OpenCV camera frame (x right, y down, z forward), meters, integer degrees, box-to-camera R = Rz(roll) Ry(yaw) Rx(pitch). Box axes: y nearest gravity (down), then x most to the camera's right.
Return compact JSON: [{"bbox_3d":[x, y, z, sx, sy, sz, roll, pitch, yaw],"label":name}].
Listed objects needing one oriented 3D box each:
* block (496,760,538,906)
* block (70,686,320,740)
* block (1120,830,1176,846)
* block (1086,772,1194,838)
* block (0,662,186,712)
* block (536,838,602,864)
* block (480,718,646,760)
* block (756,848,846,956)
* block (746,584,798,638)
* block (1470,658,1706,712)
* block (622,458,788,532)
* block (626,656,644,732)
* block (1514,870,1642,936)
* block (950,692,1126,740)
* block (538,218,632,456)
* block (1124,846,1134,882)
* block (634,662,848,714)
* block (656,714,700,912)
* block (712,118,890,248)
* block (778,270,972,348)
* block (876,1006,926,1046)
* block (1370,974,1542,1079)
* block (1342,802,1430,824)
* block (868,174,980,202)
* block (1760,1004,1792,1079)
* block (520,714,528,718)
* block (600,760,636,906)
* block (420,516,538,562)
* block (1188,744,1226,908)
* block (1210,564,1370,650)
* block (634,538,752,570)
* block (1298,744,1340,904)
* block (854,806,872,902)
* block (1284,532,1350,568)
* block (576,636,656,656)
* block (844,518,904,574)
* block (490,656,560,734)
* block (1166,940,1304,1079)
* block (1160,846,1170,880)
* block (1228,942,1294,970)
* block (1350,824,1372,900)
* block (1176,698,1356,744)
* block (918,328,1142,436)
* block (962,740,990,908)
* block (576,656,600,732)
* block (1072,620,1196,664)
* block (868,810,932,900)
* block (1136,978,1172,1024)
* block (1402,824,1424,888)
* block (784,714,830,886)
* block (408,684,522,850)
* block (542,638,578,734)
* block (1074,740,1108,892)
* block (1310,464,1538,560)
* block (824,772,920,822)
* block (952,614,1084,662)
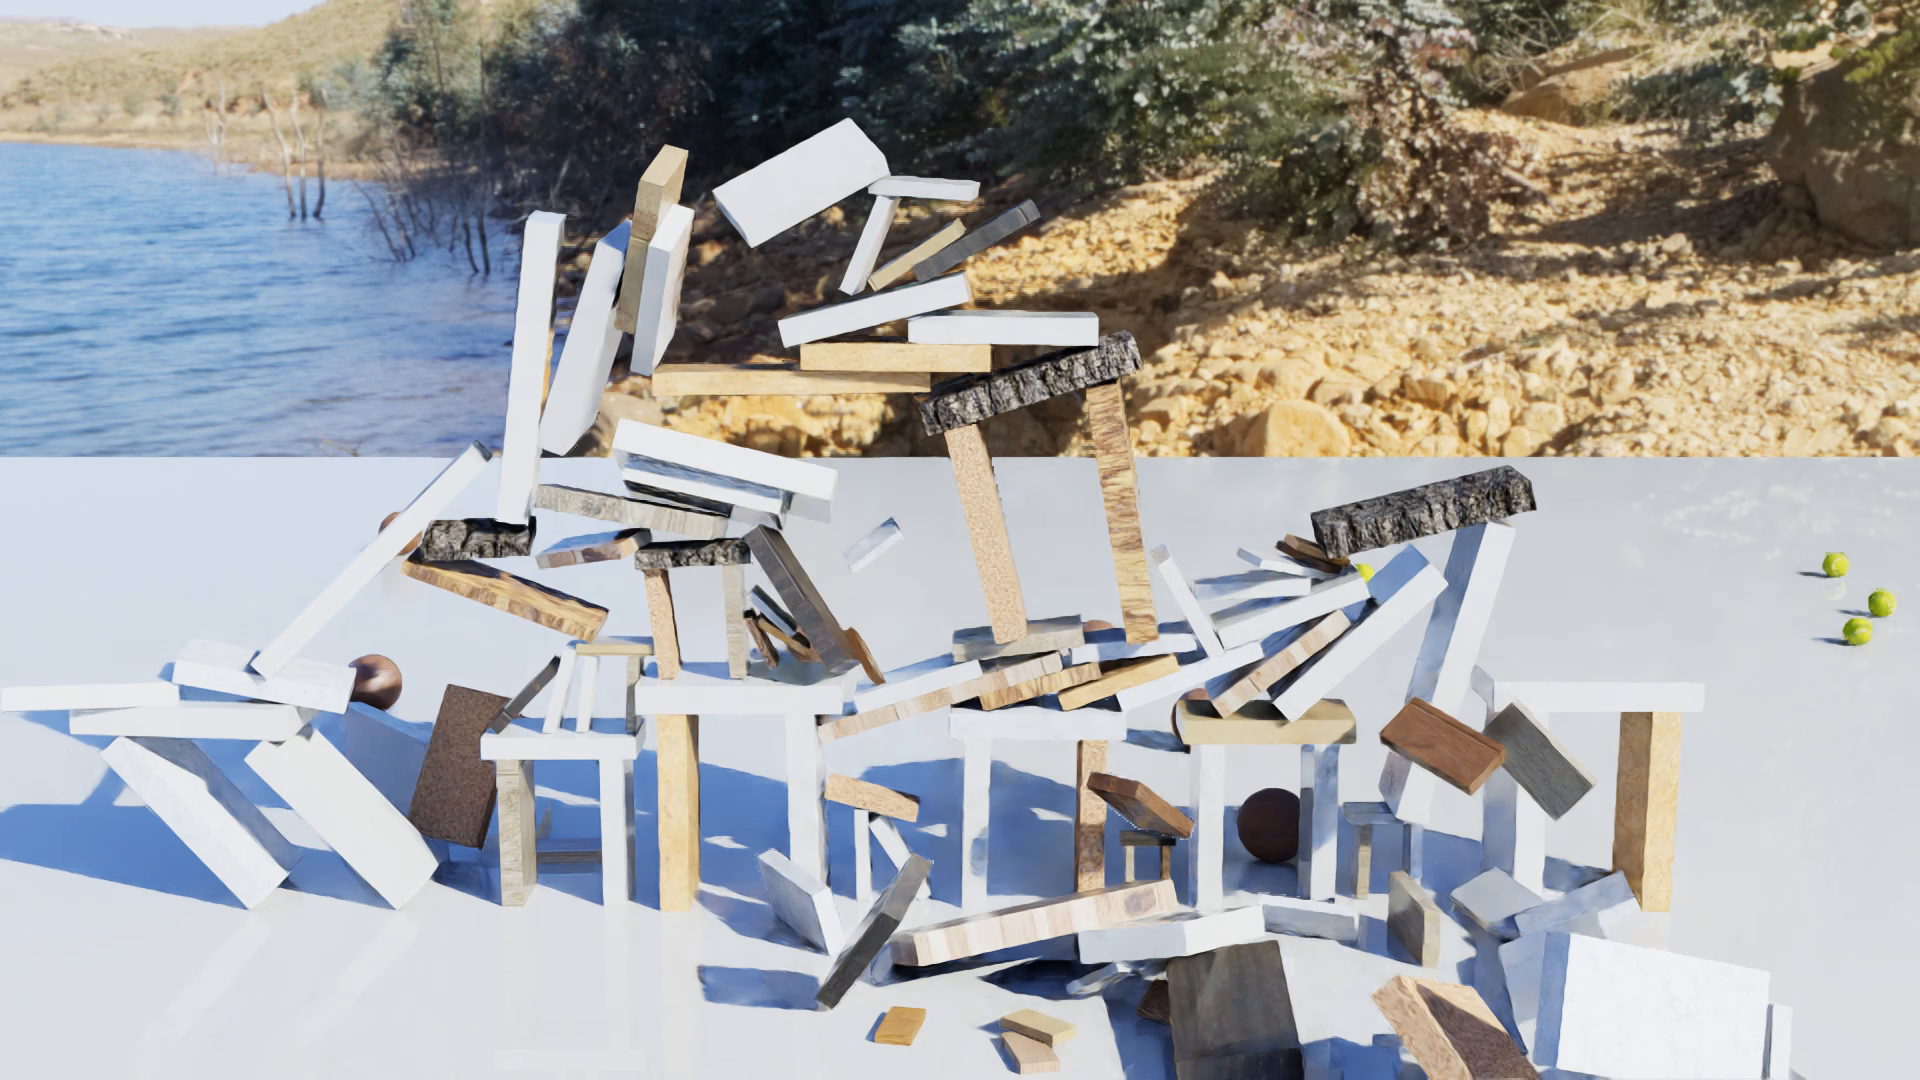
[{"bbox_3d":[-0.733,0.467,3.646,0.035,0.250,0.125,0,11,0],"label":"block"},{"bbox_3d":[-1.254,0.277,3.614,0.349,0.049,0.175,2,10,0],"label":"block"},{"bbox_3d":[0.311,0.495,3.654,0.090,0.013,0.045,0,11,0],"label":"block"},{"bbox_3d":[0.282,0.415,3.442,0.091,0.026,0.183,8,-22,38],"label":"block"},{"bbox_3d":[-1.405,0.237,3.562,0.273,0.039,0.136,-1,11,-15],"label":"block"},{"bbox_3d":[-0.683,0.545,3.859,0.142,0.020,0.071,-1,11,-5],"label":"block"},{"bbox_3d":[-0.650,0.326,3.621,0.250,0.035,0.125,0,11,0],"label":"block"},{"bbox_3d":[-0.251,0.570,3.470,0.030,0.107,0.214,-22,19,-24],"label":"block"},{"bbox_3d":[-0.304,0.114,3.569,0.095,0.014,0.048,44,13,-7],"label":"block"},{"bbox_3d":[1.023,0.236,3.603,0.336,0.048,0.168,0,11,0],"label":"block"},{"bbox_3d":[-0.413,-0.073,3.583,0.258,0.037,0.129,13,-13,2],"label":"block"},{"bbox_3d":[-0.534,0.245,3.609,0.018,0.128,0.064,3,10,-1],"label":"block"},{"bbox_3d":[0.939,0.569,3.349,0.177,0.025,0.089,-26,15,11],"label":"block"},{"bbox_3d":[0.126,0.289,3.614,0.285,0.040,0.143,0,11,0],"label":"block"},{"bbox_3d":[-0.589,-0.328,3.552,0.050,0.356,0.178,21,21,-1],"label":"block"},{"bbox_3d":[0.281,0.545,3.663,0.013,0.090,0.045,0,11,0],"label":"block"},{"bbox_3d":[-0.354,0.242,3.602,0.330,0.047,0.165,0,11,0],"label":"block"},{"bbox_3d":[-0.464,0.428,3.636,0.047,0.330,0.165,0,11,0],"label":"block"},{"bbox_3d":[-0.247,-0.557,3.416,0.247,0.035,0.124,-30,50,-10],"label":"block"},{"bbox_3d":[-0.132,-0.367,3.479,0.296,0.042,0.148,-14,10,5],"label":"block"},{"bbox_3d":[-0.084,0.687,3.109,0.050,0.014,0.101,2,11,11],"label":"block"},{"bbox_3d":[0.632,0.632,2.775,0.154,0.044,0.309,55,16,29],"label":"block"},{"bbox_3d":[0.706,0.452,3.645,0.131,0.018,0.065,0,11,-2],"label":"block"},{"bbox_3d":[-0.056,-0.553,3.449,0.161,0.023,0.081,6,15,9],"label":"block"},{"bbox_3d":[0.977,0.640,2.762,0.026,0.091,0.182,15,-21,-11],"label":"block"},{"bbox_3d":[-0.970,0.394,4.643,0.107,0.030,0.214,-9,14,-40],"label":"block"},{"bbox_3d":[-0.567,0.467,3.646,0.035,0.250,0.125,0,11,0],"label":"block"},{"bbox_3d":[-0.780,-0.003,3.568,0.173,0.024,0.086,-3,31,1],"label":"block"},{"bbox_3d":[0.408,0.454,3.641,0.039,0.278,0.139,0,11,0],"label":"block"},{"bbox_3d":[0.534,0.107,3.579,0.247,0.035,0.123,-20,10,4],"label":"block"},{"bbox_3d":[-0.432,0.021,3.557,0.185,0.026,0.092,-3,11,-6],"label":"block"},{"bbox_3d":[0.593,0.454,3.641,0.039,0.278,0.139,0,11,0],"label":"block"},{"bbox_3d":[-0.160,0.513,3.656,0.022,0.156,0.078,-1,11,0],"label":"block"},{"bbox_3d":[0.583,0.017,3.590,0.101,0.014,0.050,18,11,-20],"label":"block"},{"bbox_3d":[-0.558,0.173,3.594,0.128,0.018,0.064,1,11,-1],"label":"block"},{"bbox_3d":[-0.140,0.008,3.558,0.099,0.014,0.050,-37,32,5],"label":"block"},{"bbox_3d":[-0.709,0.253,3.601,0.020,0.142,0.071,44,7,-8],"label":"block"},{"bbox_3d":[0.375,0.654,3.039,0.164,0.047,0.329,-8,14,5],"label":"block"},{"bbox_3d":[0.341,0.545,3.663,0.013,0.090,0.045,0,11,0],"label":"block"},{"bbox_3d":[0.435,0.638,3.357,0.134,0.019,0.067,-1,11,-6],"label":"block"},{"bbox_3d":[0.668,0.525,3.661,0.018,0.131,0.065,1,11,0],"label":"block"},{"bbox_3d":[0.500,0.298,3.611,0.278,0.039,0.139,0,11,0],"label":"block"},{"bbox_3d":[0.110,-0.253,3.504,0.351,0.050,0.176,-18,9,3],"label":"block"},{"bbox_3d":[0.026,0.449,3.643,0.040,0.285,0.143,1,11,0],"label":"block"},{"bbox_3d":[-0.609,0.245,3.607,0.018,0.128,0.064,8,10,-3],"label":"block"},{"bbox_3d":[0.280,0.166,3.583,0.199,0.028,0.099,-7,10,2],"label":"block"},{"bbox_3d":[-0.099,0.519,3.658,0.022,0.156,0.078,-32,9,6],"label":"block"},{"bbox_3d":[0.296,0.668,3.185,0.054,0.015,0.108,12,14,18],"label":"block"},{"bbox_3d":[0.753,0.525,3.661,0.018,0.131,0.065,0,11,-1],"label":"block"},{"bbox_3d":[-0.252,0.427,3.637,0.047,0.330,0.165,-1,10,2],"label":"block"},{"bbox_3d":[-0.878,0.400,3.892,0.134,0.268,0.038,12,-14,8],"label":"block"},{"bbox_3d":[-0.651,0.239,3.602,0.020,0.142,0.071,16,10,-3],"label":"block"},{"bbox_3d":[0.216,0.449,3.643,0.040,0.285,0.143,1,11,0],"label":"block"},{"bbox_3d":[0.743,-0.046,3.548,0.333,0.047,0.167,-14,10,5],"label":"block"},{"bbox_3d":[-0.145,0.426,3.643,0.156,0.022,0.078,15,10,-2],"label":"block"},{"bbox_3d":[0.095,0.160,3.584,0.211,0.030,0.105,-7,10,3],"label":"block"}]
